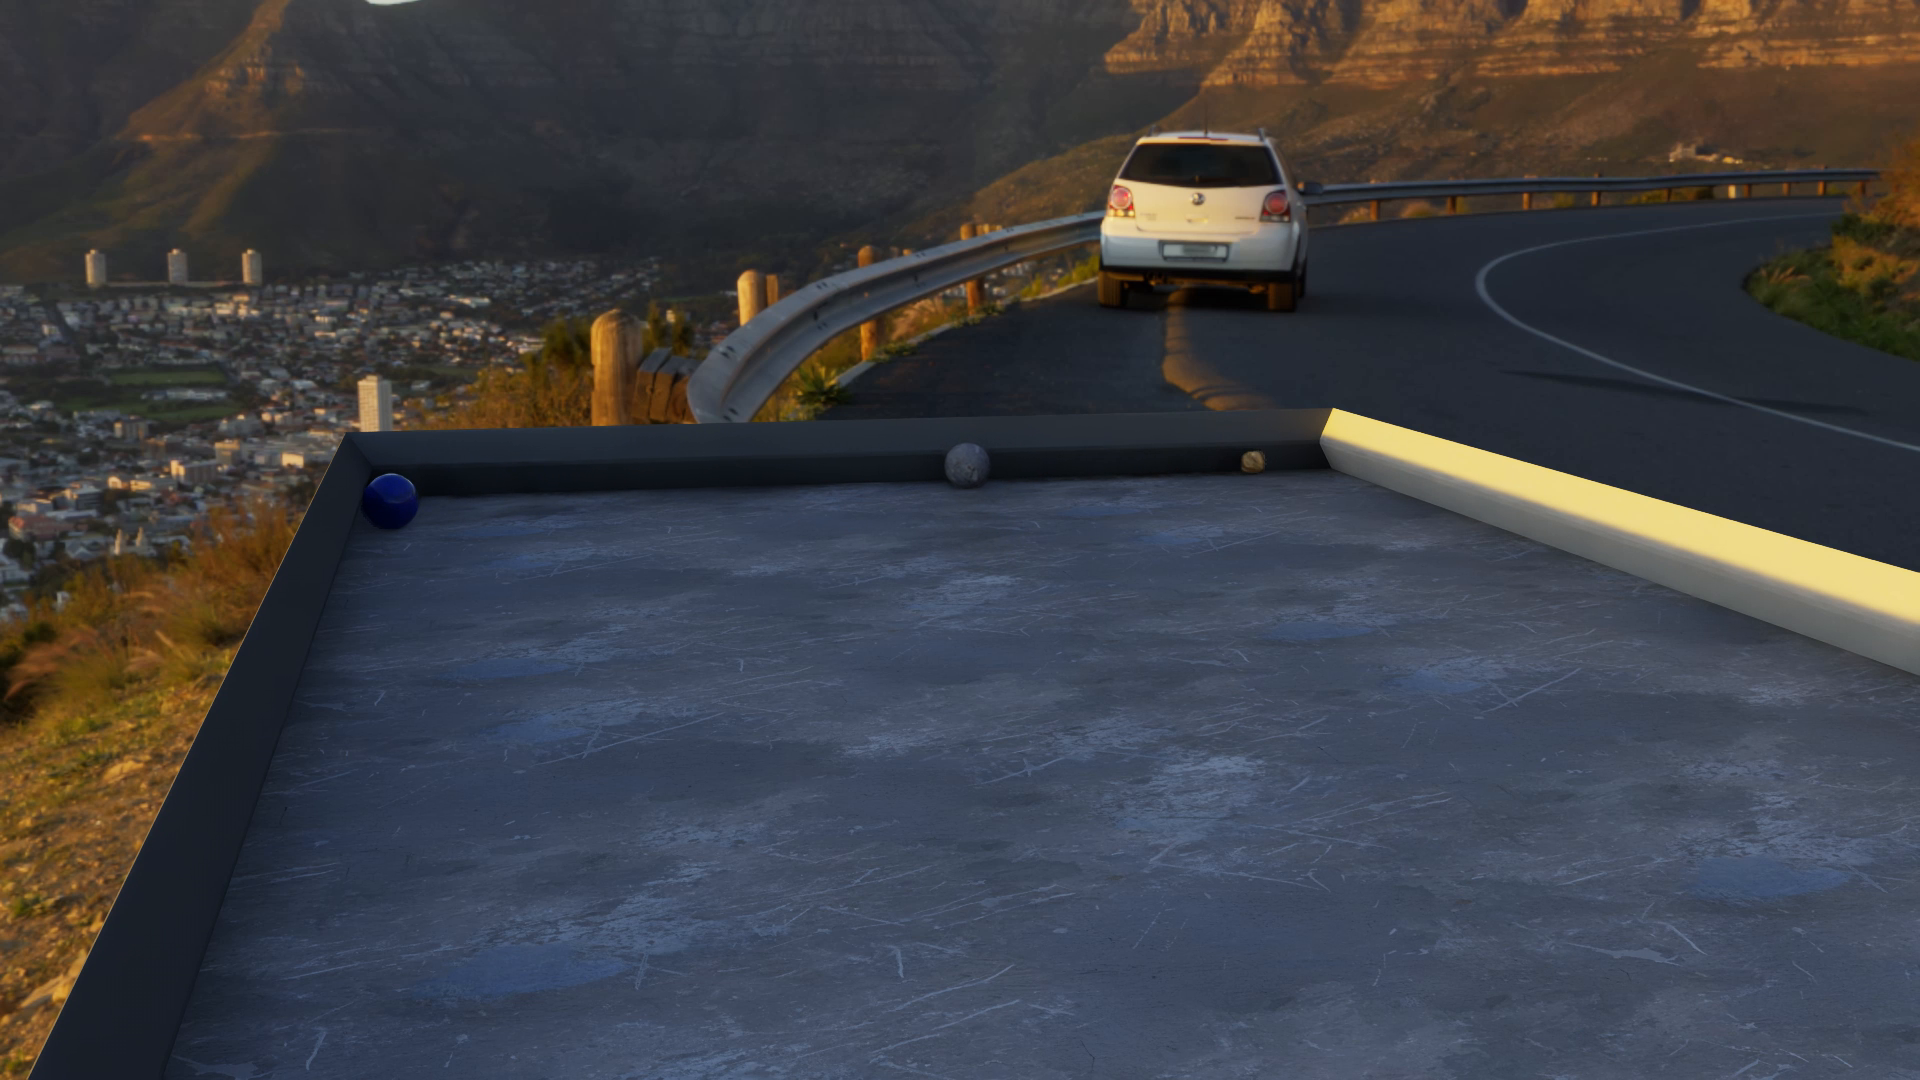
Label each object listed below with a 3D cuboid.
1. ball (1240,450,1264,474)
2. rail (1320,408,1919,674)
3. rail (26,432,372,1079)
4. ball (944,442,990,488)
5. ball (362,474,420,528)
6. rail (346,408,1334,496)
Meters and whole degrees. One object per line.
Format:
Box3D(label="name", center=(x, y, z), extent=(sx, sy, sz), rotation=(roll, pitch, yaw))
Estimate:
Box3D(label="ball", center=(0.556, -0.147, 4.181), extent=(0.045, 0.045, 0.045), rotation=(0, 10, 0))
Box3D(label="rail", center=(1.059, 0.080, 2.624), extent=(0.045, 0.116, 3.386), rotation=(-2, 10, -12))
Box3D(label="rail", center=(-0.700, 0.144, 2.248), extent=(0.045, 0.116, 3.386), rotation=(-2, 10, -12))
Box3D(label="ball", center=(0.013, -0.135, 3.997), extent=(0.084, 0.084, 0.084), rotation=(0, 10, 0))
Box3D(label="ball", center=(-0.919, -0.063, 3.551), extent=(0.089, 0.089, 0.089), rotation=(0, 10, 0))
Box3D(label="rail", center=(-0.174, -0.161, 4.045), extent=(1.847, 0.116, 0.045), rotation=(-2, 10, -12))
